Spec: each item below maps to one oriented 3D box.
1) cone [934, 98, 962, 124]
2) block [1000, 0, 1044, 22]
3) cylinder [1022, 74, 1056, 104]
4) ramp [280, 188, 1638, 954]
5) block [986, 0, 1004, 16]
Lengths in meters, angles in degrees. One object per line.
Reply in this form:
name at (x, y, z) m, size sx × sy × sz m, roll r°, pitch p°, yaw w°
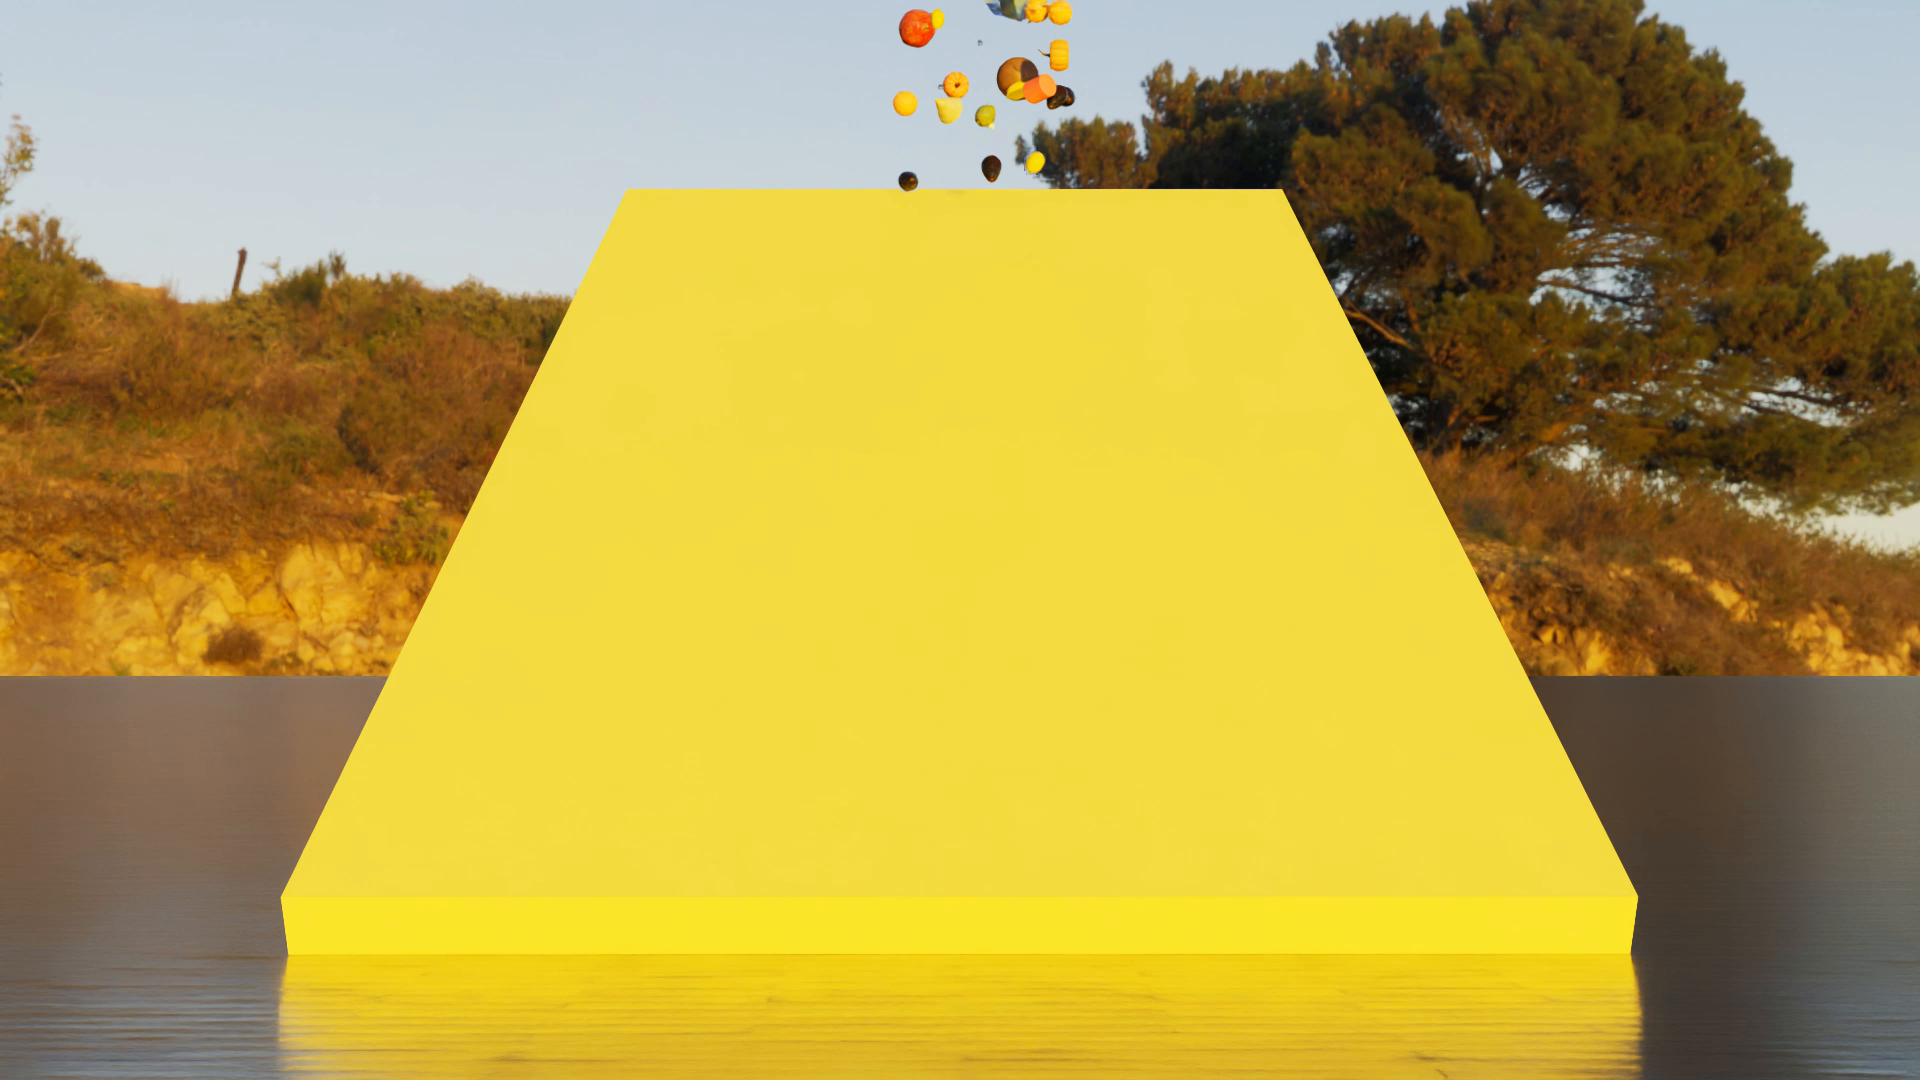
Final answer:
cone at (-0.050, -1.244, 6.629) m, size 0.082 × 0.082 × 0.082 m, roll -2°, pitch -20°, yaw 37°
block at (0.180, -1.618, 6.933) m, size 0.091 × 0.091 × 0.091 m, roll -30°, pitch 33°, yaw -19°
cylinder at (0.232, -1.314, 6.753) m, size 0.069 × 0.069 × 0.069 m, roll 3°, pitch -13°, yaw -42°
ramp at (-0.008, -0.227, 5.271) m, size 2.000 × 0.100 × 4.000 m, roll 0°, pitch 24°, yaw 0°
block at (0.143, -1.652, 7.046) m, size 0.092 × 0.092 × 0.092 m, roll 12°, pitch -7°, yaw 21°
